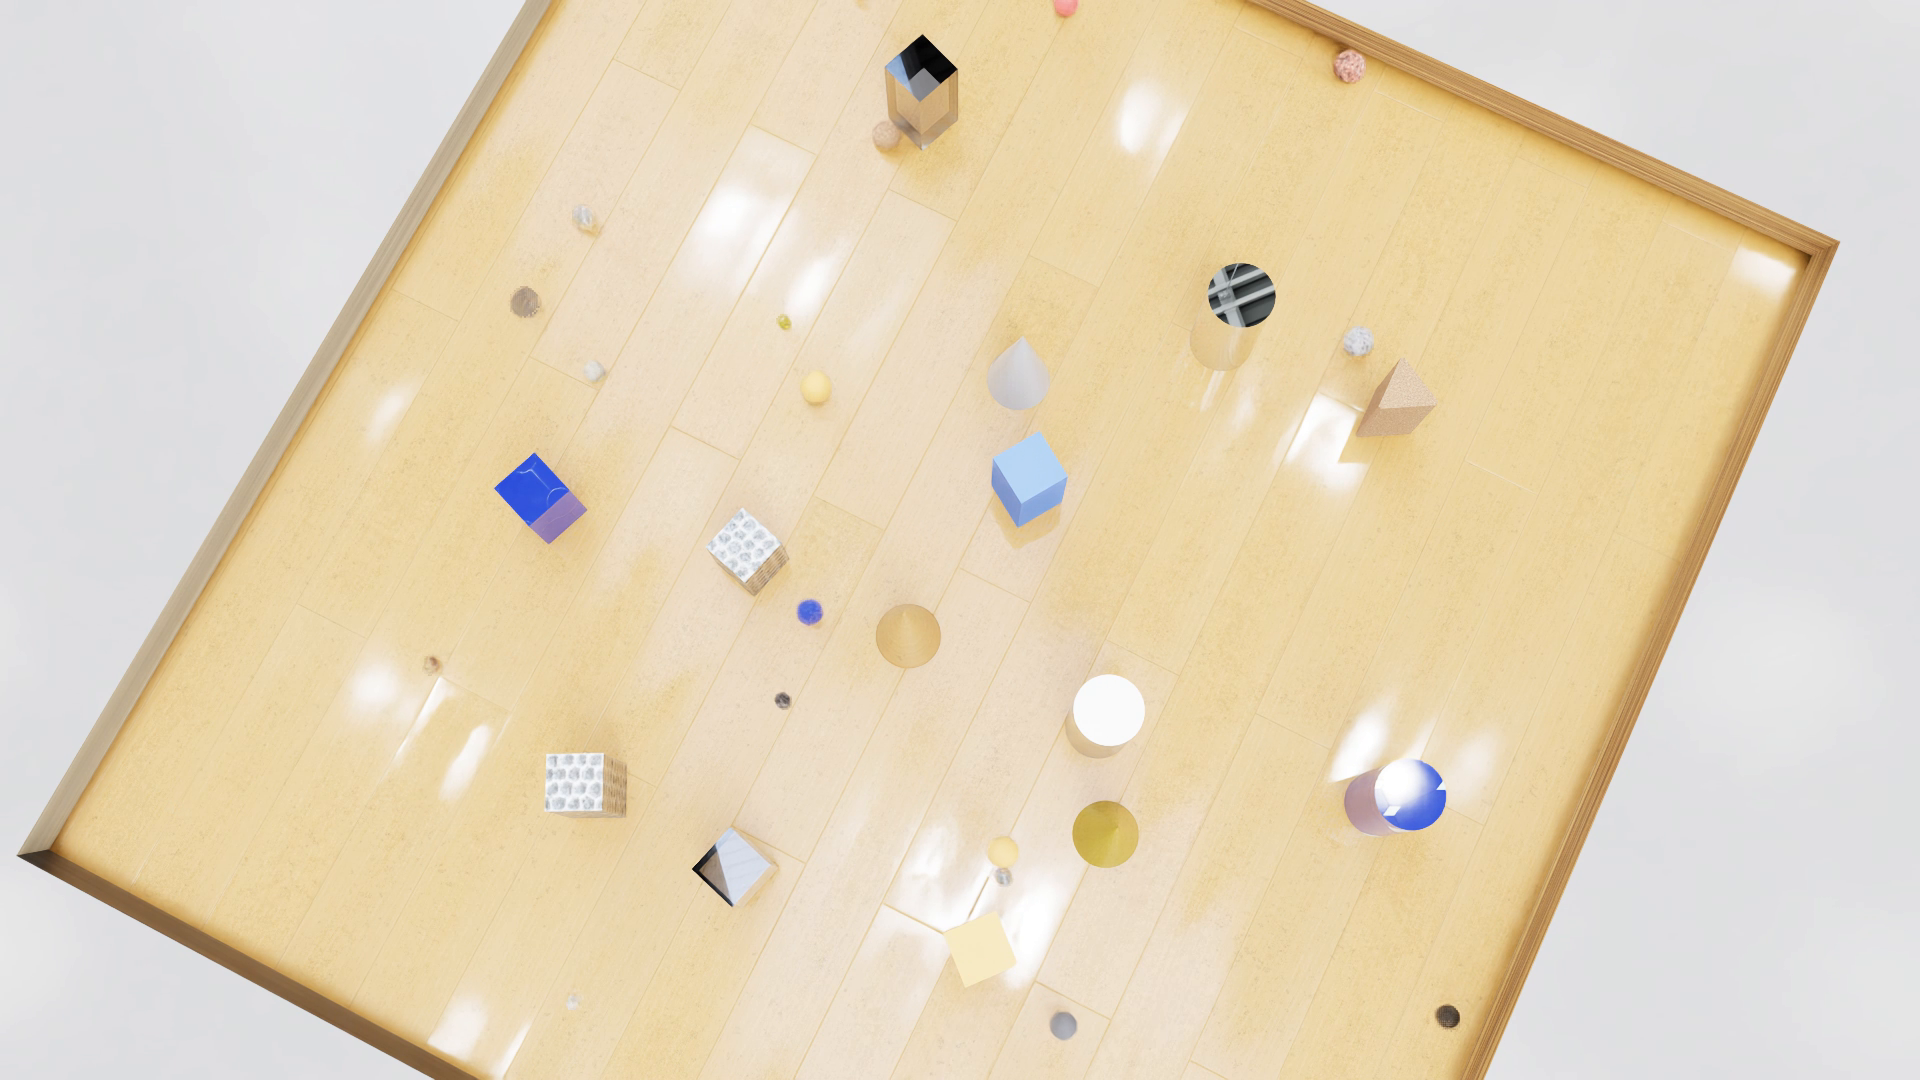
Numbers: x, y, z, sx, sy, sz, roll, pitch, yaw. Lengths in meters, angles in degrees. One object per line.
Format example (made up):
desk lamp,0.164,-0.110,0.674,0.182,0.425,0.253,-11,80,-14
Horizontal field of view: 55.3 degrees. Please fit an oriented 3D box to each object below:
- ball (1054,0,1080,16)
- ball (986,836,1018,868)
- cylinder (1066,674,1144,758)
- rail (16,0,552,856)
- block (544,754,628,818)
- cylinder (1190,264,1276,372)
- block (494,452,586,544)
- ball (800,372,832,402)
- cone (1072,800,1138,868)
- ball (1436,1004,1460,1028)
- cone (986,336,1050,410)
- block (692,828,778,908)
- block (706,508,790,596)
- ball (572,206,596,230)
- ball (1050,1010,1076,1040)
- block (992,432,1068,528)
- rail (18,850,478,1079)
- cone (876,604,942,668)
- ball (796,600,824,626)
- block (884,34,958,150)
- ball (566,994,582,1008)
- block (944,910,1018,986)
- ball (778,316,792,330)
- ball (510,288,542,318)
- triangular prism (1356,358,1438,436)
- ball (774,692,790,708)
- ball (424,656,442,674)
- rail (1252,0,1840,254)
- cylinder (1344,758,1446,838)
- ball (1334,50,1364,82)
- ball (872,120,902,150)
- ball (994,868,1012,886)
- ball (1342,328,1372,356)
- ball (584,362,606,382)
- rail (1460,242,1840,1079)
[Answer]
ball,0.345,-1.739,5.935,0.082,0.082,0.082,0,78,0
ball,0.124,0.915,5.380,0.092,0.092,0.092,0,78,0
cylinder,0.414,0.515,5.296,0.198,0.420,0.198,0,78,0
rail,-1.787,-0.868,5.730,0.045,0.129,4.120,26,80,5
block,-1.073,0.711,5.278,0.158,0.374,0.158,-1,78,0
cylinder,0.819,-0.667,5.534,0.198,0.432,0.198,0,78,0
block,-1.257,-0.122,5.506,0.158,0.267,0.158,-43,81,-8
ball,-0.444,-0.473,5.666,0.095,0.095,0.095,0,78,0
cone,0.432,0.827,5.214,0.198,0.453,0.198,0,78,0
ball,1.410,1.377,5.296,0.069,0.069,0.069,0,78,0
cone,0.183,-0.545,5.506,0.198,0.438,0.198,0,78,0
block,-0.647,0.949,5.296,0.158,0.244,0.158,42,81,8
block,-0.633,0.040,5.481,0.158,0.250,0.158,41,81,8
ball,-1.187,-1.018,5.790,0.073,0.073,0.073,0,78,0
ball,0.297,1.399,5.286,0.080,0.080,0.080,0,78,0
block,0.205,-0.177,5.480,0.158,0.339,0.158,-30,80,-6
rail,-0.911,1.790,5.179,4.043,0.129,0.045,26,80,5
cone,-0.156,0.244,5.328,0.198,0.466,0.198,0,78,0
ball,-0.452,0.219,5.531,0.079,0.079,0.079,0,78,0
block,-0.118,-1.392,5.721,0.158,0.360,0.158,-43,81,-8
ball,-1.120,1.338,5.319,0.041,0.041,0.041,0,78,0
block,0.057,1.160,5.210,0.158,0.326,0.158,-22,79,-4
ball,-0.548,-0.678,5.735,0.043,0.043,0.043,0,78,0
ball,-1.355,-0.739,5.722,0.094,0.094,0.094,0,78,0
triangular prism,1.308,-0.433,5.539,0.172,0.328,0.149,-4,78,-1
ball,-0.532,0.480,5.492,0.049,0.049,0.049,0,78,0
ball,-1.587,0.376,5.513,0.051,0.051,0.051,0,78,0
rail,0.911,-1.777,5.918,4.043,0.129,0.045,26,80,5
cylinder,1.242,0.743,5.253,0.198,0.411,0.198,0,78,0
ball,1.248,-1.521,5.881,0.099,0.099,0.099,0,78,0
ball,-0.232,-1.289,5.837,0.090,0.090,0.090,0,78,0
ball,0.127,0.988,5.386,0.051,0.051,0.051,0,78,0
ball,1.236,-0.615,5.698,0.090,0.090,0.090,0,78,0
ball,-1.135,-0.523,5.693,0.063,0.063,0.063,0,78,0
rail,1.787,0.882,5.367,0.045,0.129,4.120,26,80,5
